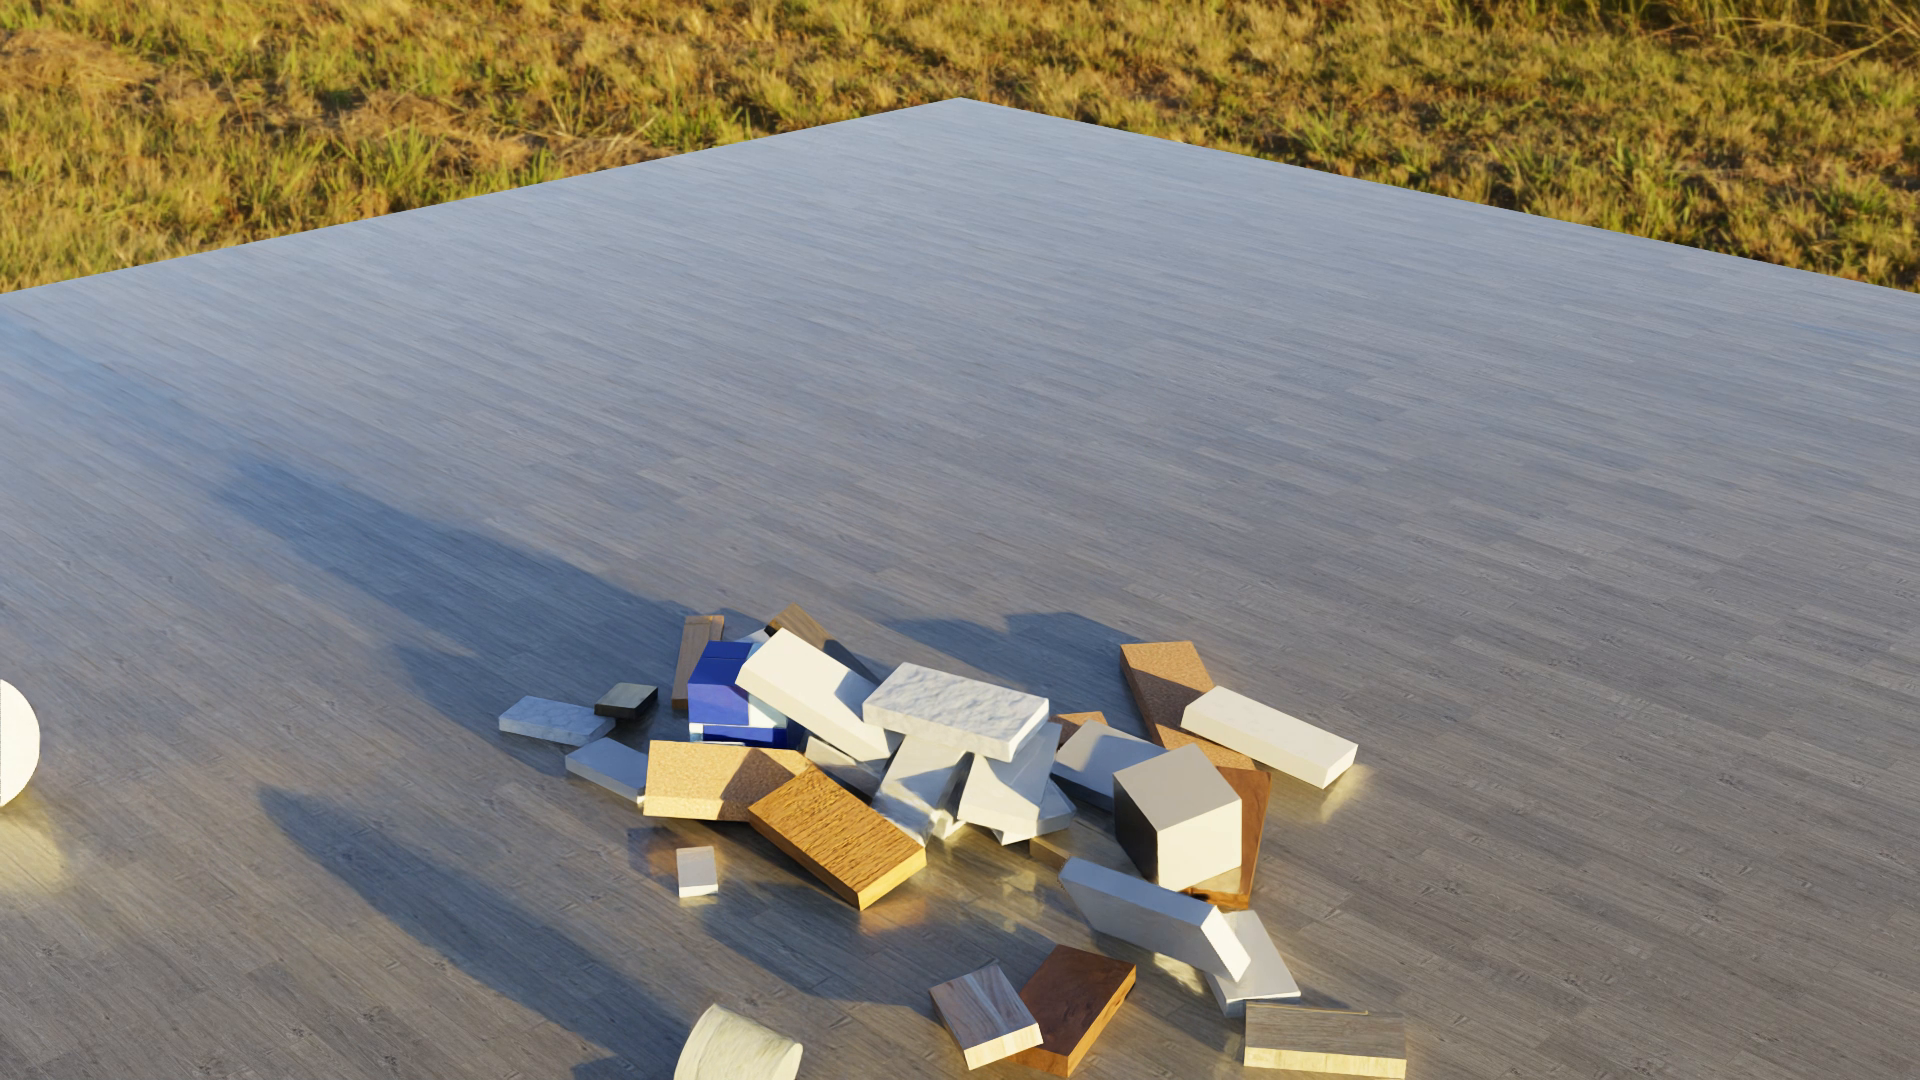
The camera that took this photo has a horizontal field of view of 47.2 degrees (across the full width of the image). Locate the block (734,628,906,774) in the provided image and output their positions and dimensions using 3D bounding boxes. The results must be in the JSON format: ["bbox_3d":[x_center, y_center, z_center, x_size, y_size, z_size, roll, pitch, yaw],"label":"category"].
[{"bbox_3d":[-0.266,0.326,4.505,0.352,0.050,0.176,31,33,9],"label":"block"}]

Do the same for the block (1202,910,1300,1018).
[{"bbox_3d":[0.502,0.755,3.932,0.132,0.037,0.265,-4,23,-10],"label":"block"}]

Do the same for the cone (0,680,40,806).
[{"bbox_3d":[-2.033,0.422,4.595,0.295,0.295,0.295,-3,-4,-7],"label":"cone"}]

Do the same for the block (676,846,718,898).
[{"bbox_3d":[-0.507,0.637,4.232,0.072,0.020,0.144,-4,23,-8],"label":"block"}]

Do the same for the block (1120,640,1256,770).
[{"bbox_3d":[0.491,0.381,4.803,0.166,0.047,0.627,-3,23,-6],"label":"block"}]

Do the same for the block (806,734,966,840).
[{"bbox_3d":[-0.122,0.470,4.484,0.352,0.050,0.176,28,33,24],"label":"block"}]

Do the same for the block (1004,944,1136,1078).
[{"bbox_3d":[0.178,0.809,3.799,0.149,0.042,0.299,11,25,24],"label":"block"}]

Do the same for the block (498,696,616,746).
[{"bbox_3d":[-0.877,0.395,4.789,0.224,0.032,0.112,9,25,20],"label":"block"}]

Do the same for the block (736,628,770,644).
[{"bbox_3d":[-0.457,0.244,5.153,0.090,0.026,0.180,19,29,37],"label":"block"}]

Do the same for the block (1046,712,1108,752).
[{"bbox_3d":[0.191,0.423,4.716,0.258,0.037,0.129,-4,23,-10],"label":"block"}]

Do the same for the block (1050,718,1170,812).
[{"bbox_3d":[0.349,0.484,4.494,0.332,0.047,0.166,19,48,37],"label":"block"}]

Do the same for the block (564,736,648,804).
[{"bbox_3d":[-0.707,0.479,4.592,0.224,0.032,0.112,18,29,37],"label":"block"}]

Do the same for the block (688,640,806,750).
[{"bbox_3d":[-0.450,0.355,4.663,0.205,0.205,0.205,3,23,6],"label":"block"}]

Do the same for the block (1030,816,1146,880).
[{"bbox_3d":[0.270,0.620,4.252,0.129,0.037,0.258,-19,30,-38],"label":"block"}]

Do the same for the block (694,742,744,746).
[{"bbox_3d":[-0.500,0.435,4.538,0.104,0.052,0.015,2,58,-15],"label":"block"}]

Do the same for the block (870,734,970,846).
[{"bbox_3d":[-0.094,0.506,4.341,0.129,0.037,0.258,13,61,27],"label":"block"}]

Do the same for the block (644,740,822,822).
[{"bbox_3d":[-0.455,0.491,4.443,0.352,0.050,0.176,5,33,-7],"label":"block"}]

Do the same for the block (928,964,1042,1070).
[{"bbox_3d":[0.040,0.804,3.723,0.129,0.037,0.258,-18,15,-10],"label":"block"}]

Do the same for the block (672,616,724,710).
[{"bbox_3d":[-0.603,0.278,5.074,0.090,0.026,0.436,-1,23,-2],"label":"block"}]

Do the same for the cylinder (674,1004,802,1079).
[{"bbox_3d":[-0.356,0.846,3.533,0.151,0.151,0.151,22,29,14],"label":"cylinder"}]

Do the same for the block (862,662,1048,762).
[{"bbox_3d":[-0.009,0.343,4.418,0.334,0.047,0.167,13,34,26],"label":"block"}]

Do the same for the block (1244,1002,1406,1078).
[{"bbox_3d":[0.616,0.845,3.721,0.265,0.037,0.132,3,23,7],"label":"block"}]

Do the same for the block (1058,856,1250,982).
[{"bbox_3d":[0.343,0.671,3.909,0.334,0.167,0.047,12,56,45],"label":"block"}]

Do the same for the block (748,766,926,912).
[{"bbox_3d":[-0.240,0.573,4.252,0.167,0.047,0.334,-31,44,-31],"label":"block"}]

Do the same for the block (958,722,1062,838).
[{"bbox_3d":[0.101,0.457,4.348,0.149,0.042,0.299,13,36,6],"label":"block"}]

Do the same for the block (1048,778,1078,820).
[{"bbox_3d":[0.110,0.489,4.459,0.129,0.037,0.258,-9,39,-34],"label":"block"}]

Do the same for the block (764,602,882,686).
[{"bbox_3d":[-0.237,0.298,4.687,0.404,0.037,0.129,42,22,2],"label":"block"}]

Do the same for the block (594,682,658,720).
[{"bbox_3d":[-0.734,0.354,4.844,0.090,0.025,0.180,6,12,7],"label":"block"}]

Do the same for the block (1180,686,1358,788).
[{"bbox_3d":[0.651,0.412,4.636,0.332,0.047,0.166,23,23,25],"label":"block"}]

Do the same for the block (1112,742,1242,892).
[{"bbox_3d":[0.410,0.527,4.150,0.176,0.176,0.176,-19,40,-17],"label":"block"}]

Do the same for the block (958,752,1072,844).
[{"bbox_3d":[0.085,0.477,4.390,0.149,0.042,0.299,-11,40,-25],"label":"block"}]

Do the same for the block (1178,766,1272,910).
[{"bbox_3d":[0.515,0.570,4.257,0.132,0.037,0.333,6,39,13],"label":"block"}]
